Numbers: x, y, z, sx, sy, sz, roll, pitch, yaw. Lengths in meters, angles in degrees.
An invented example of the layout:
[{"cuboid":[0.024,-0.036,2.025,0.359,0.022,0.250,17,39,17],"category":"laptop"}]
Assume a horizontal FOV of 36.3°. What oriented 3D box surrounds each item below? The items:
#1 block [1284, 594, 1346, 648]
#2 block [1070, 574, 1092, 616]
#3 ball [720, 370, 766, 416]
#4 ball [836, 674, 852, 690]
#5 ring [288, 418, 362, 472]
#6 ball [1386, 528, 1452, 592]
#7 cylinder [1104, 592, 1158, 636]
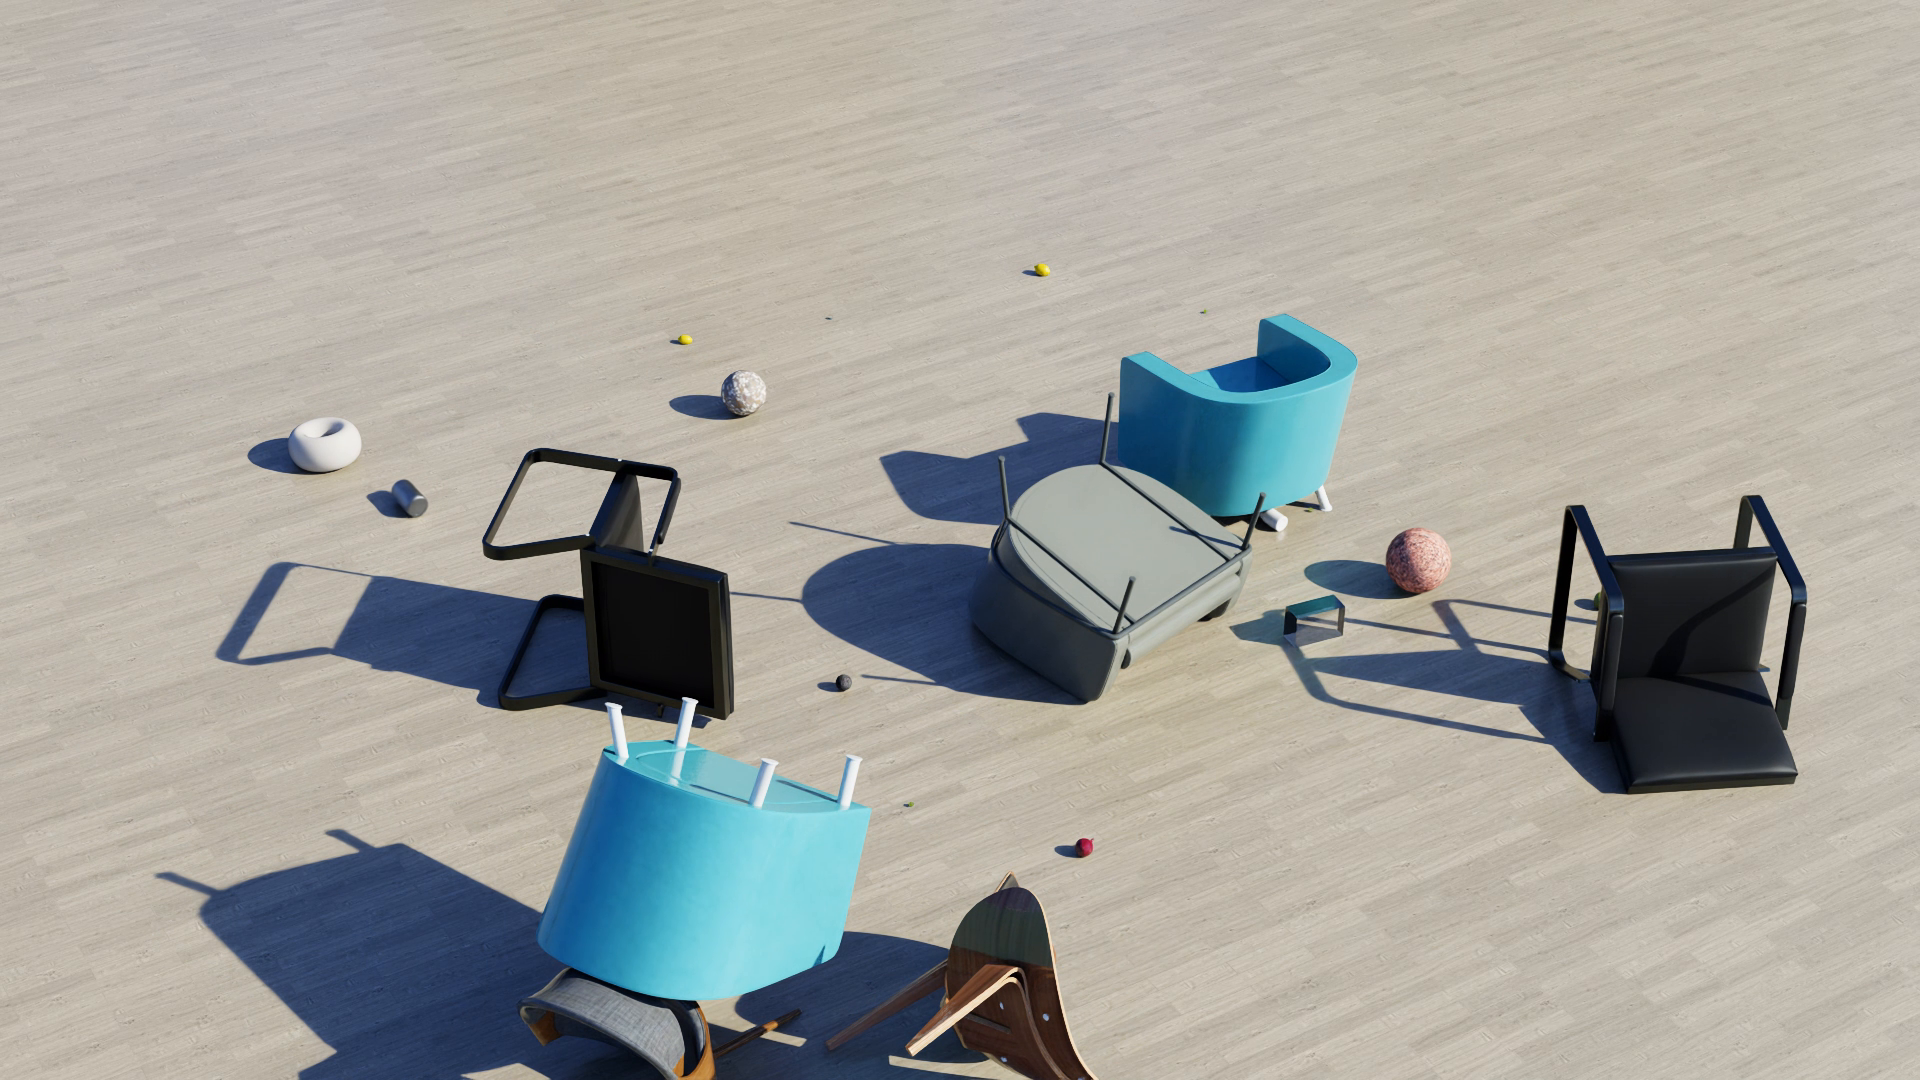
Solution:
[{"cuboid":[1.256,0.287,10.394,0.194,0.125,0.085,-13,36,-19],"category":"block"},{"cuboid":[0.435,0.198,10.542,0.069,0.111,0.094,3,34,5],"category":"block"},{"cuboid":[-0.860,-0.586,11.670,0.182,0.182,0.182,0,33,0],"category":"ball"},{"cuboid":[-0.402,0.493,10.145,0.057,0.057,0.057,0,33,0],"category":"ball"},{"cuboid":[-2.465,-0.371,11.376,0.284,0.144,0.259,-1,29,8],"category":"ring"},{"cuboid":[1.660,0.073,10.618,0.237,0.237,0.237,0,33,0],"category":"ball"},{"cuboid":[0.608,0.263,10.434,0.164,0.120,0.131,12,11,17],"category":"cylinder"}]
